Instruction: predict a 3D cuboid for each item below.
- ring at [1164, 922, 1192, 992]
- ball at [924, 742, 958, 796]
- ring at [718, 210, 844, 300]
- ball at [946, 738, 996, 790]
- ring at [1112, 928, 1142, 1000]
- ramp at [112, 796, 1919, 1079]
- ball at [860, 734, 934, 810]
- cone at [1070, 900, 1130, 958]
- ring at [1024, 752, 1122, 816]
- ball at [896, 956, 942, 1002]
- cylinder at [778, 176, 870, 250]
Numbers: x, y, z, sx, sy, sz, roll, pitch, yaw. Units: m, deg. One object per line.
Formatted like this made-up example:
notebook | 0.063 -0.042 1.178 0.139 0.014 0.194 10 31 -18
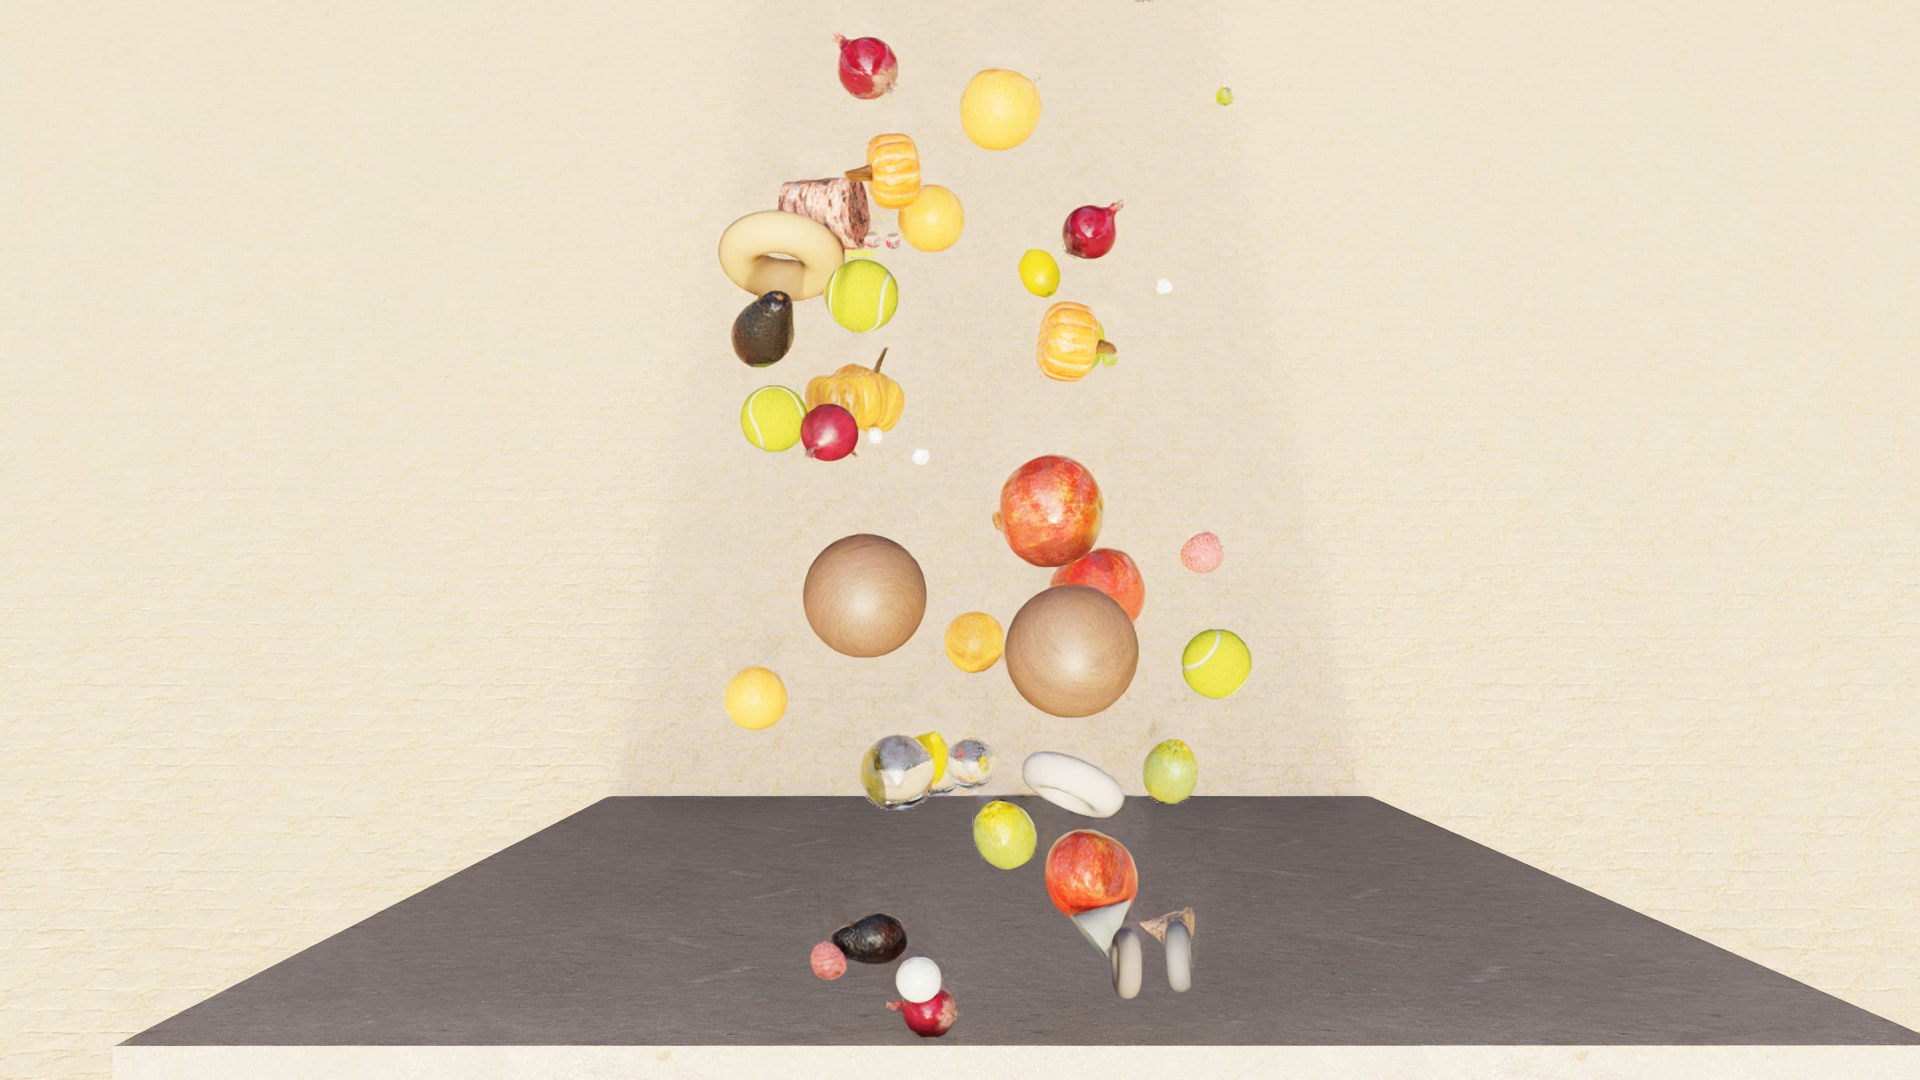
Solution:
ring | 0.238 0.454 2.831 0.026 0.077 0.077 -4 34 7
ball | -0.029 0.276 3.131 0.066 0.066 0.066 0 35 0
ring | -0.188 -0.299 2.737 0.134 0.134 0.045 3 61 4
ball | 0.012 0.234 2.717 0.053 0.053 0.053 0 35 0
ring | 0.182 0.463 2.839 0.026 0.078 0.078 0 35 -5
ramp | 0.077 0.662 4.827 2.000 0.100 4.000 0 -2 0
ball | -0.068 0.250 2.801 0.081 0.081 0.081 0 35 0
cone | 0.177 0.445 3.057 0.067 0.067 0.067 -40 46 -8
ring | 0.118 0.255 2.711 0.112 0.112 0.037 17 72 22
ball | -0.046 0.485 2.866 0.051 0.051 0.051 0 35 0
cylinder | -0.145 -0.347 2.769 0.077 0.077 0.077 -3 33 15
